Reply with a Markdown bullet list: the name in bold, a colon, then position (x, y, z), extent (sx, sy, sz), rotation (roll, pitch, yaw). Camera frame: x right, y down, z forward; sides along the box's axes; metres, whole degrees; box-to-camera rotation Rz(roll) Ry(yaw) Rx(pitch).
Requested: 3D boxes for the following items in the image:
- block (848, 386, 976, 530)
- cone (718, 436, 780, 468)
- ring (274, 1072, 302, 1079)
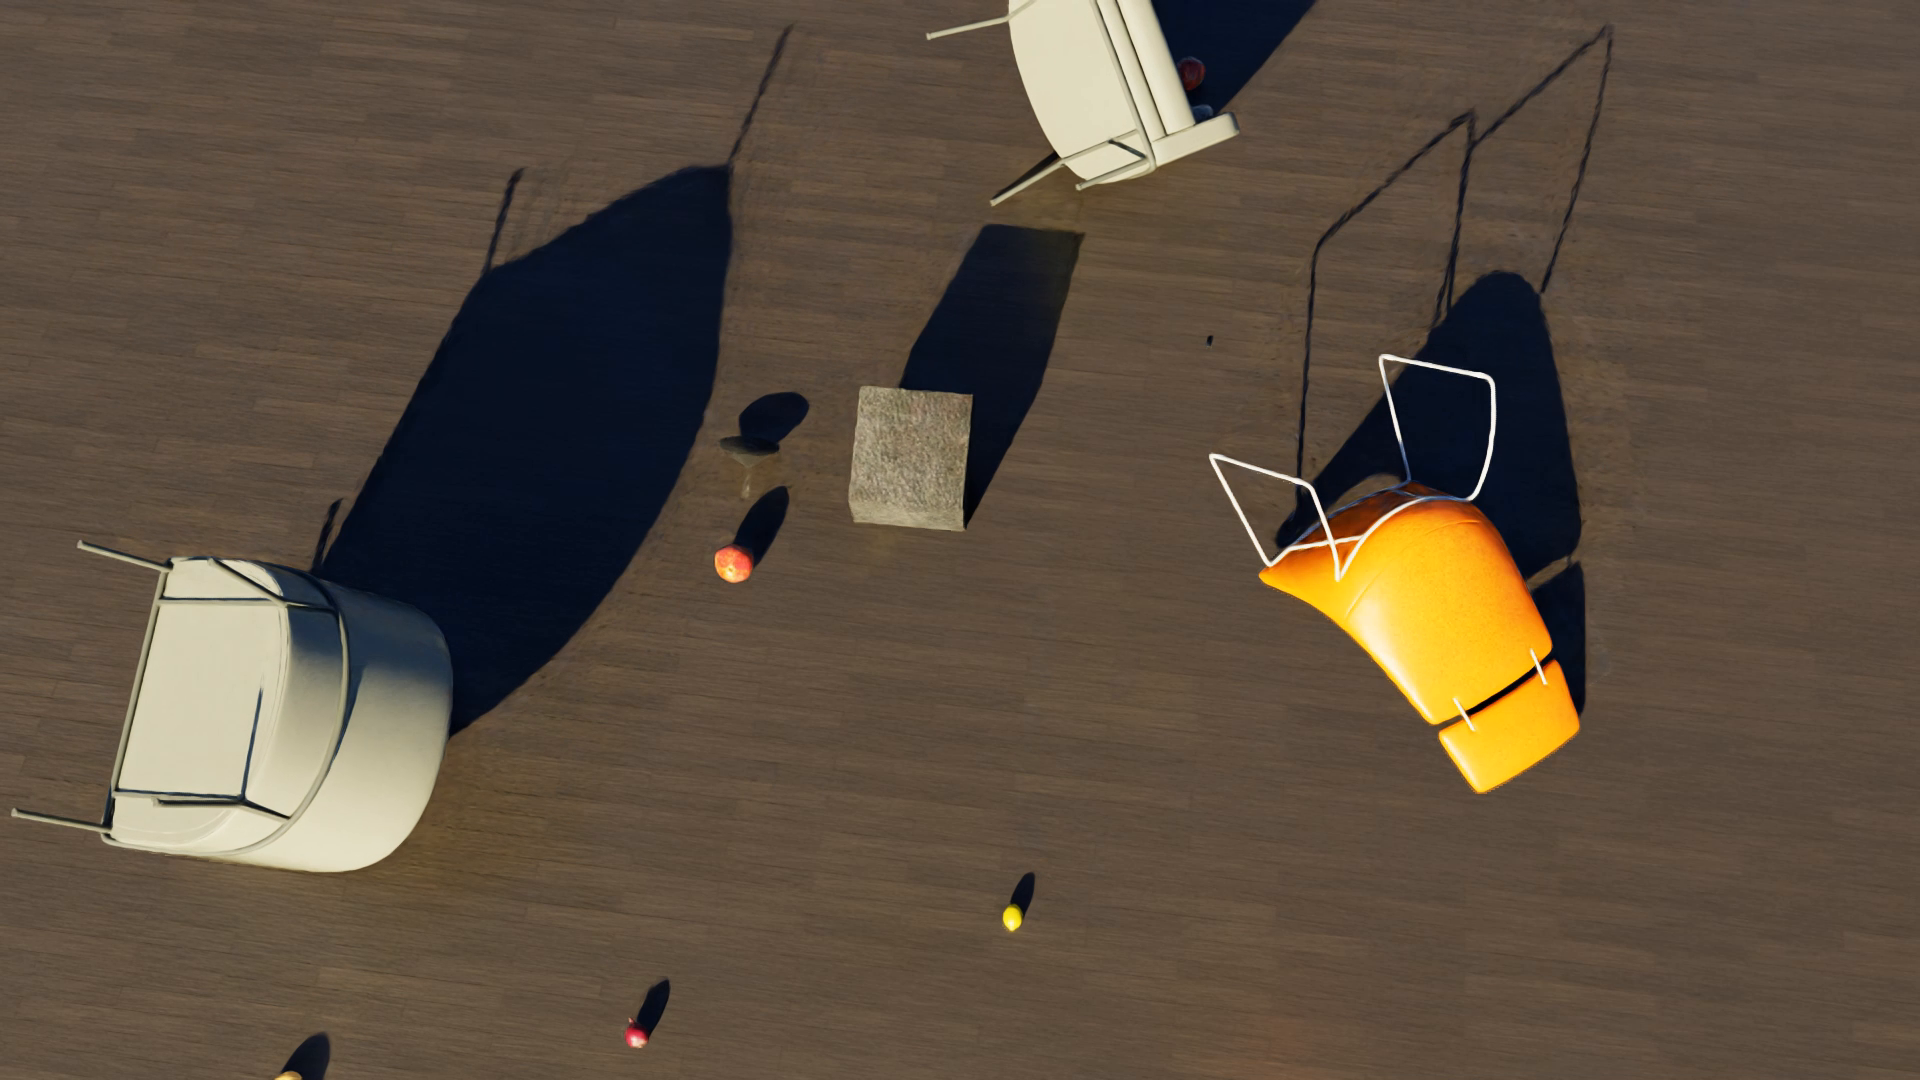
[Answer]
- **block**: position (-0.140, -0.241, 6.533), extent (0.334, 0.231, 0.353), rotation (5, 75, 3)
- **cone**: position (-0.647, -0.252, 6.708), extent (0.190, 0.074, 0.194), rotation (8, 19, 3)
- **ring**: position (-1.726, 1.441, 5.578), extent (0.112, 0.049, 0.196), rotation (11, 56, 6)
